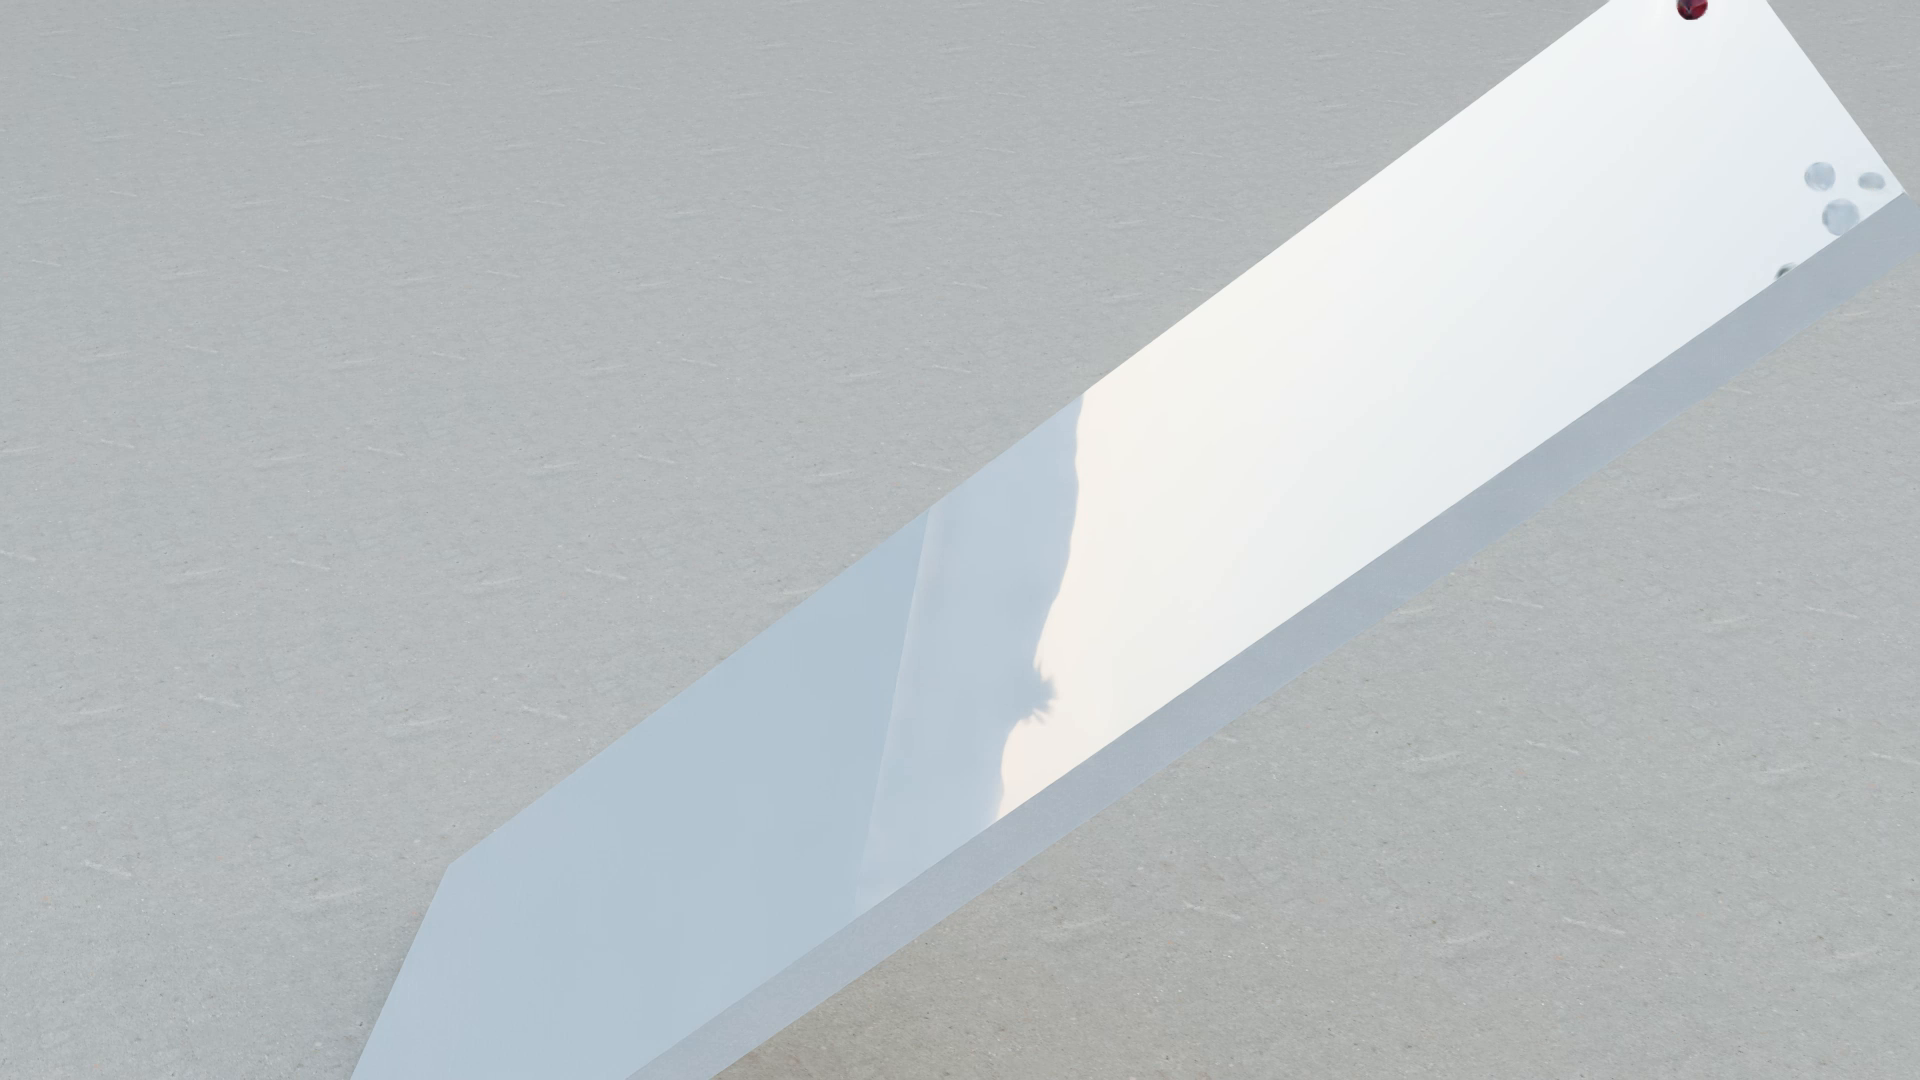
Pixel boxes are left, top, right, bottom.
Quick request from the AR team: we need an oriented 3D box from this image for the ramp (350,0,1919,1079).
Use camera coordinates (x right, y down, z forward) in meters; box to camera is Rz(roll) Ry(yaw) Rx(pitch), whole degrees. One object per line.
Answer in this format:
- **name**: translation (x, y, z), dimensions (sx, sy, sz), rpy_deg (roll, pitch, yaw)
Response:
- **ramp**: translation (0.118, 0.187, 6.346), dimensions (4.000, 0.100, 2.000), rpy_deg (-36, 16, 18)
